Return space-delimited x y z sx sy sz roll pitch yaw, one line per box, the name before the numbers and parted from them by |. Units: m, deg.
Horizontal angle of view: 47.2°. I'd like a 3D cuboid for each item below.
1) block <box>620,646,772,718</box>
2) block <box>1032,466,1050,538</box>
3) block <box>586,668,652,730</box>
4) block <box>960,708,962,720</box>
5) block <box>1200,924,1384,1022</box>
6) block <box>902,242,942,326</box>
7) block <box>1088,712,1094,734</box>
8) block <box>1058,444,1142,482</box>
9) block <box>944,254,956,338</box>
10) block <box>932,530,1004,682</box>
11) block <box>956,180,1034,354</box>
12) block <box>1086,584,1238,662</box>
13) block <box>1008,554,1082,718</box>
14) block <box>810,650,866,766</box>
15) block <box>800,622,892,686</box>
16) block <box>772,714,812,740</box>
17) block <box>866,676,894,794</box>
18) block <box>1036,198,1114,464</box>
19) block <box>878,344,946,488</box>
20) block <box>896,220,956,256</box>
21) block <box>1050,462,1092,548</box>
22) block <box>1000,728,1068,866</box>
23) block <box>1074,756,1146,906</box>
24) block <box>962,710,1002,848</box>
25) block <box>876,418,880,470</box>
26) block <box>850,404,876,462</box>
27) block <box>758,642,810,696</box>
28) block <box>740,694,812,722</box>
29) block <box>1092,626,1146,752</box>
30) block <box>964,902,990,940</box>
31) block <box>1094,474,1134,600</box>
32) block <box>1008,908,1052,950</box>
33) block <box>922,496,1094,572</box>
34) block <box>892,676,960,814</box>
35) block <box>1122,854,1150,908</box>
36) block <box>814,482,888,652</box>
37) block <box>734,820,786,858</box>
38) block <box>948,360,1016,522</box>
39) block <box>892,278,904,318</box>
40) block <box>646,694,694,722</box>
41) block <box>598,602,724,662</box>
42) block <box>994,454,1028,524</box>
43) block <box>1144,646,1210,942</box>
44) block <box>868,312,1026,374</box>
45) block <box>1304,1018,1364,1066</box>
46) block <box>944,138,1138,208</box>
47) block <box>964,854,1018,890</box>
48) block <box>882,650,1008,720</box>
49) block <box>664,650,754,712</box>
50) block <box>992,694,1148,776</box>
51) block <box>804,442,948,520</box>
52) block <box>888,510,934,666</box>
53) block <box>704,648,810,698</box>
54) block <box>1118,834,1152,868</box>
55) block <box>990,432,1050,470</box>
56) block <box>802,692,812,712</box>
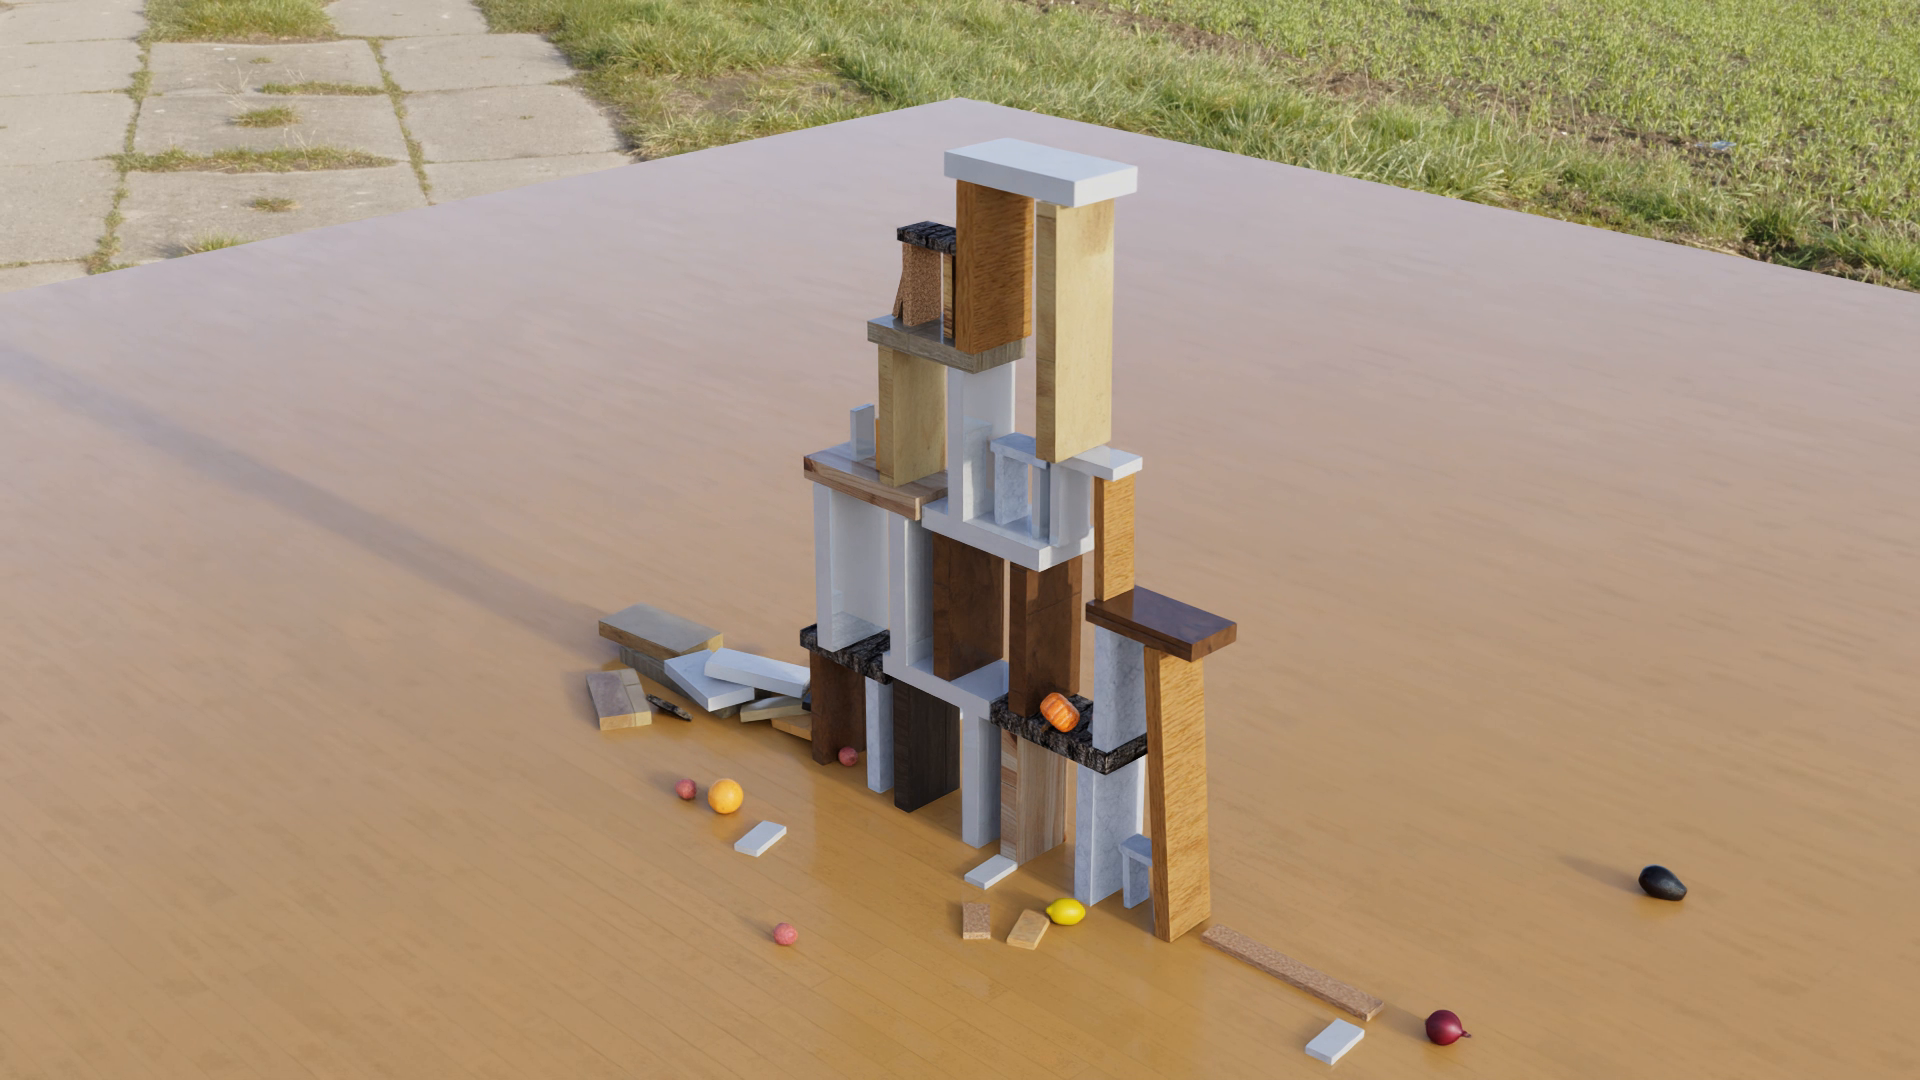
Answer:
block | -0.605 0.302 5.000 0.136 0.039 0.390 -20 30 -39
block | 0.162 -0.078 4.020 0.069 0.138 0.020 -21 31 -40
block | -0.760 0.353 4.889 0.112 0.032 0.223 -7 24 -15
block | 0.007 0.373 4.864 0.302 0.015 0.052 -17 28 -34
block | 0.590 0.769 3.928 0.362 0.015 0.052 20 30 40
block | -0.071 -0.484 4.094 0.022 0.157 0.079 21 31 40
block | 0.268 0.309 4.054 0.050 0.100 0.014 -21 48 -41
block | 0.234 -0.145 3.904 0.164 0.023 0.082 19 30 38
block | 0.005 -0.455 4.026 0.022 0.158 0.079 21 31 40
block | 0.017 0.108 4.257 0.043 0.304 0.152 21 31 41
block | 0.063 -0.503 3.942 0.044 0.312 0.156 21 31 39
block | 0.355 0.145 3.895 0.123 0.035 0.246 -21 31 -41
block | 0.160 0.165 4.127 0.043 0.308 0.152 21 31 40
block | -0.250 0.336 4.637 0.130 0.259 0.037 -17 28 -34
block | -0.195 0.221 4.529 0.259 0.037 0.130 21 31 41
block | -0.333 0.398 4.756 0.078 0.022 0.156 -17 17 -34
block | -0.132 0.380 4.533 0.130 0.259 0.037 -21 31 -41
block | 0.200 -0.374 3.825 0.044 0.459 0.156 18 29 38
block | -0.091 -0.253 4.209 0.039 0.278 0.139 21 31 40
block | -0.033 -0.552 4.026 0.079 0.022 0.157 -21 31 -40
block | 0.200 -0.076 3.980 0.082 0.164 0.023 -21 30 -40
block | 0.145 0.476 4.266 0.041 0.291 0.145 21 31 41
block | 0.282 0.530 4.140 0.041 0.291 0.145 21 31 41
block | 0.072 0.446 4.332 0.042 0.294 0.147 21 31 41
block | -0.140 -0.192 4.287 0.015 0.105 0.053 21 31 41
block | -0.192 -0.212 4.333 0.015 0.105 0.053 20 30 38
block | -0.350 0.311 4.980 0.272 0.039 0.136 18 29 37
block | -0.402 0.367 4.823 0.156 0.022 0.078 -7 14 -1
block | 0.297 0.252 4.003 0.035 0.246 0.123 21 31 41
block | 0.031 0.706 4.078 0.050 0.014 0.100 0 23 0
block | 0.276 -0.014 3.925 0.082 0.235 0.023 -21 29 -40
block | 0.128 0.717 4.052 0.052 0.015 0.104 8 24 18
block | 0.089 -0.025 4.124 0.304 0.043 0.152 21 31 40
block | -0.067 0.392 4.460 0.042 0.294 0.147 21 31 41
block | 0.331 0.631 4.130 0.056 0.112 0.016 -21 28 -41
block | -0.219 0.035 4.462 0.045 0.359 0.159 21 30 40
block | -0.394 0.590 4.350 0.053 0.015 0.105 12 26 26
block | 0.040 -0.195 4.093 0.039 0.295 0.139 21 31 40
block | -0.094 -0.469 4.129 0.015 0.104 0.052 36 39 27
block | -0.639 0.368 4.833 0.104 0.015 0.052 19 -14 38
block | -0.694 0.218 5.098 0.272 0.039 0.136 18 29 36
block | 0.096 -0.103 4.079 0.069 0.138 0.020 -21 31 -41
block | 0.394 0.443 3.976 0.035 0.578 0.123 14 26 41
block | -0.026 -0.374 4.088 0.278 0.039 0.139 21 31 40
block | 0.636 0.852 3.735 0.052 0.015 0.104 18 29 37
block | 0.137 -0.637 3.801 0.156 0.044 0.312 -21 31 -40
block | 0.060 0.639 4.237 0.050 0.014 0.100 18 29 36
block | 0.003 0.265 4.330 0.294 0.042 0.147 21 31 41
block | -0.559 0.310 4.890 0.112 0.032 0.223 -14 27 -29
block | 0.213 0.350 4.139 0.291 0.041 0.145 21 31 41
block | -0.141 -0.123 4.317 0.319 0.045 0.159 21 31 40
block | -0.065 0.073 4.320 0.159 0.319 0.045 -21 31 -41
block | -0.442 0.293 4.868 0.223 0.032 0.112 13 16 8
block | 0.354 0.581 4.083 0.112 0.016 0.056 21 31 40
block | 0.129 -0.164 4.020 0.138 0.020 0.069 21 31 40
block | -0.283 0.326 4.847 0.067 0.019 0.227 16 24 8
